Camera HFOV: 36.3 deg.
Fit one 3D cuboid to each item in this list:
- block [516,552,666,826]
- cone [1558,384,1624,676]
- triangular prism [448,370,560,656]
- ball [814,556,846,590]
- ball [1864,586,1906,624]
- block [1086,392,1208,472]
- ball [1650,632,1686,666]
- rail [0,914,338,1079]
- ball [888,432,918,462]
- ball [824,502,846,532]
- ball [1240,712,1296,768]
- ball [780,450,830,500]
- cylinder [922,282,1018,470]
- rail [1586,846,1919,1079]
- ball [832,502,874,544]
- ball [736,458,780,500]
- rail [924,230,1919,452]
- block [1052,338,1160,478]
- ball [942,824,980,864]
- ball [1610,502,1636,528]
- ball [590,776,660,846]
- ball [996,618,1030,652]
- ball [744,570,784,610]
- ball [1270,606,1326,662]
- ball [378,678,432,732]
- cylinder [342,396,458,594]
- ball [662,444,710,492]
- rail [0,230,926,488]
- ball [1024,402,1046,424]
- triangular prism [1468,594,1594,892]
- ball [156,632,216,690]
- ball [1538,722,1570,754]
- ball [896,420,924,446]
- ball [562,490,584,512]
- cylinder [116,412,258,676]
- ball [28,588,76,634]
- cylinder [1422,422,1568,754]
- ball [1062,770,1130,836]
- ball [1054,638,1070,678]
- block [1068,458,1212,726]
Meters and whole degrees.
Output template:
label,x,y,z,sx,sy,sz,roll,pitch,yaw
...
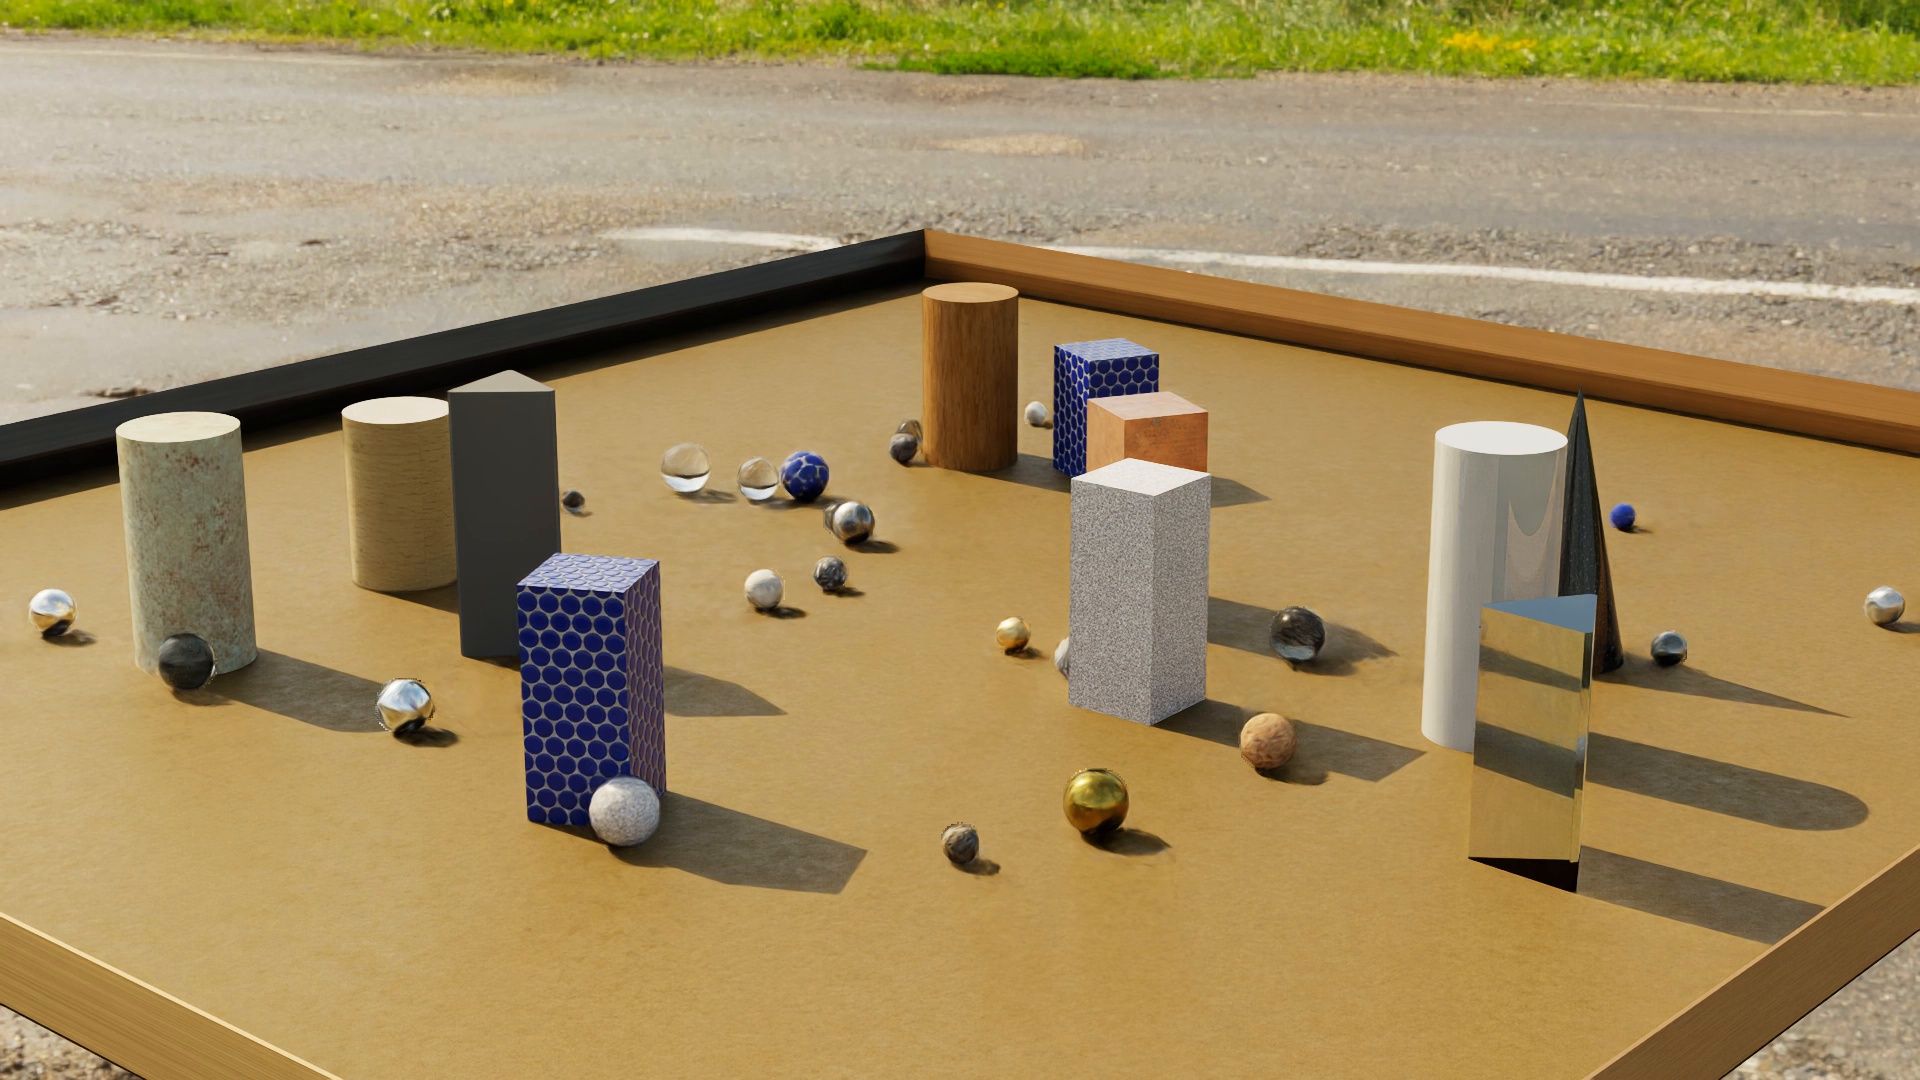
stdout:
label,x,y,z,sx,sy,sz,roll,pitch,yaw
block,-0.517,0.212,4.139,0.155,0.349,0.155,4,17,12
cone,0.991,-0.029,4.745,0.193,0.461,0.193,0,17,0
triangular prism,-0.738,-0.045,4.823,0.167,0.446,0.145,-1,17,-2
ball,-0.228,0.058,5.151,0.059,0.059,0.059,0,17,0
ball,1.567,0.111,4.967,0.065,0.065,0.065,0,17,0
block,0.318,-0.058,5.024,0.155,0.355,0.155,-6,18,-20
ball,1.150,0.177,4.761,0.056,0.056,0.056,0,17,0
rail,-1.298,0.463,3.689,3.731,0.125,0.045,14,22,39
ball,-0.117,-0.188,5.967,0.059,0.059,0.059,0,17,0
ball,-0.224,-0.041,5.477,0.060,0.060,0.060,0,17,0
ball,0.454,0.296,4.322,0.083,0.083,0.083,0,17,0
ball,-0.301,-0.126,5.698,0.096,0.096,0.096,0,17,0
cylinder,0.021,-0.333,5.950,0.193,0.346,0.193,0,17,0
rail,1.391,0.380,3.964,0.045,0.125,4.008,14,22,39
ball,-0.197,-0.032,5.414,0.079,0.079,0.079,0,17,0
ball,-0.392,-0.118,5.694,0.082,0.082,0.082,0,17,0
rail,1.298,-0.401,6.552,3.731,0.125,0.045,14,22,39
block,0.290,-0.257,5.858,0.155,0.254,0.155,-8,18,-24
ball,0.001,0.413,3.986,0.052,0.052,0.052,0,17,0
ball,1.247,-0.046,5.514,0.048,0.048,0.048,0,17,0
ball,-0.462,0.374,4.040,0.097,0.097,0.097,0,17,0
ball,0.088,0.156,4.833,0.056,0.056,0.056,0,17,0
ball,-0.337,0.085,5.046,0.068,0.068,0.068,0,17,0
ball,0.551,0.154,4.781,0.089,0.089,0.089,0,17,0
ball,-0.846,0.252,4.467,0.082,0.082,0.082,0,17,0
cylinder,-0.986,-0.081,5.184,0.193,0.306,0.193,0,17,0
ball,-0.537,-0.140,5.744,0.096,0.096,0.096,0,17,0
rail,-1.391,-0.317,6.276,0.045,0.125,4.008,14,22,39
ball,0.161,-0.271,6.262,0.047,0.047,0.047,0,17,0
triangular prism,0.804,0.262,3.950,0.167,0.363,0.145,16,23,42
ball,-1.227,0.192,4.649,0.092,0.092,0.092,0,17,0
ball,0.888,0.296,4.381,0.048,0.048,0.048,0,17,0
ball,-0.102,-0.220,6.073,0.059,0.059,0.059,0,17,0
ball,-0.741,-0.074,5.613,0.044,0.044,0.044,0,17,0
cylinder,-1.250,0.006,4.747,0.193,0.392,0.193,0,17,0
ball,-1.521,0.120,4.913,0.078,0.078,0.078,0,17,0
cylinder,0.801,0.071,4.407,0.193,0.464,0.193,0,17,0
ball,0.189,0.365,4.077,0.092,0.092,0.092,0,17,0
ball,0.186,0.189,4.699,0.069,0.069,0.069,0,17,0
block,0.278,0.078,4.550,0.155,0.367,0.155,13,21,36
